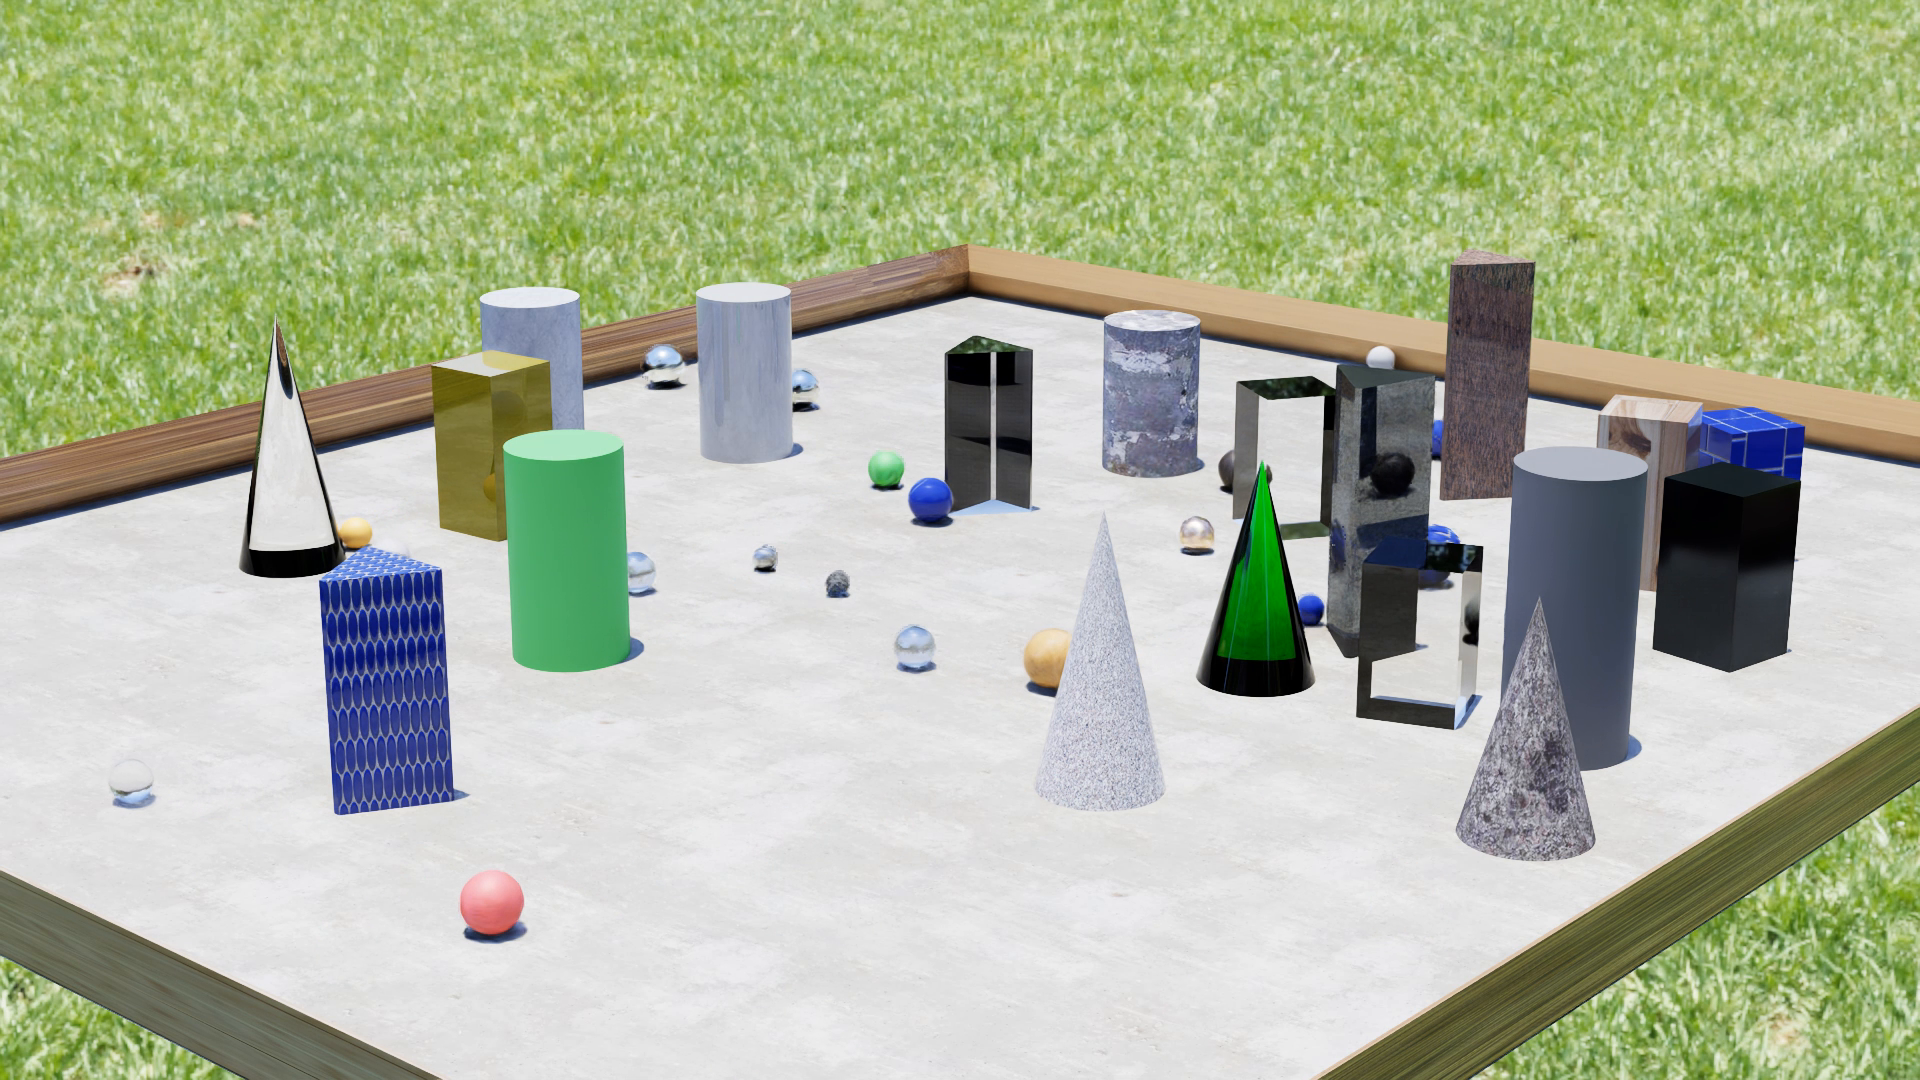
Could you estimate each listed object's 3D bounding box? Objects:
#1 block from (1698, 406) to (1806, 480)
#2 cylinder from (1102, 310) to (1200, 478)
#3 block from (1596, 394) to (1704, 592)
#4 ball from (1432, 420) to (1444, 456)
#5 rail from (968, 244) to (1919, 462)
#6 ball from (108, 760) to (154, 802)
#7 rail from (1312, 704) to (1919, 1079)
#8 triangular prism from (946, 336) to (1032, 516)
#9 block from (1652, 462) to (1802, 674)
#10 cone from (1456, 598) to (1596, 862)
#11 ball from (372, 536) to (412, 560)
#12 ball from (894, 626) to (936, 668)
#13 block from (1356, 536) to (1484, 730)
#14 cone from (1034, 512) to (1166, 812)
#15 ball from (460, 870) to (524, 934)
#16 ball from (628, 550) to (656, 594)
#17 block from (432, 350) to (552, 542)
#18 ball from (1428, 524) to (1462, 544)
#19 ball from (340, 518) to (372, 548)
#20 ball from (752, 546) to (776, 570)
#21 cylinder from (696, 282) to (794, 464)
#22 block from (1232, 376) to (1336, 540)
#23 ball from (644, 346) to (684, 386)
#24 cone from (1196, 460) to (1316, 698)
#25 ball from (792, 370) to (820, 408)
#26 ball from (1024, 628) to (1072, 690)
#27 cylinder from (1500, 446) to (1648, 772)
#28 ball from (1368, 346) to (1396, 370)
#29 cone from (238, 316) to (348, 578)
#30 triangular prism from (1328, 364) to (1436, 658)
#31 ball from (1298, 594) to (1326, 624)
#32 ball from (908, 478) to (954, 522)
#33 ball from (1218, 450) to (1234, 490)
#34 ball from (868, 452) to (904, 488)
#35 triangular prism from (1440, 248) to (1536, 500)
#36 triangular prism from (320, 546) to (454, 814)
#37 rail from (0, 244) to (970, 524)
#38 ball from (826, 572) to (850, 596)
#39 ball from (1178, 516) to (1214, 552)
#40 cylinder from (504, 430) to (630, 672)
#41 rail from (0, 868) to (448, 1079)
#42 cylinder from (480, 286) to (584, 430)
[{"bbox_3d":[1.409,-0.093,5.313,0.154,0.255,0.154,-6,18,-20],"label":"block"},{"bbox_3d":[0.384,-0.295,5.901,0.193,0.301,0.193,0,17,0],"label":"cylinder"},{"bbox_3d":[1.211,-0.082,5.181,0.154,0.310,0.154,7,18,22],"label":"block"},{"bbox_3d":[0.977,-0.209,6.004,0.076,0.076,0.076,0,17,0],"label":"ball"},{"bbox_3d":[1.248,-0.384,6.496,3.294,0.125,0.045,14,22,39],"label":"rail"},{"bbox_3d":[-1.185,0.345,4.194,0.062,0.062,0.062,0,17,0],"label":"ball"},{"bbox_3d":[1.226,0.339,4.102,0.045,0.125,3.853,14,22,39],"label":"rail"},{"bbox_3d":[0.042,-0.223,5.635,0.167,0.317,0.144,-3,17,-10],"label":"triangular prism"},{"bbox_3d":[1.252,0.042,4.793,0.154,0.295,0.154,-13,21,-38],"label":"block"},{"bbox_3d":[0.788,0.243,4.035,0.193,0.350,0.193,0,17,0],"label":"cone"},{"bbox_3d":[-1.012,0.032,5.205,0.076,0.076,0.076,0,17,0],"label":"ball"},{"bbox_3d":[-0.073,0.174,4.753,0.067,0.067,0.067,0,17,0],"label":"ball"},{"bbox_3d":[0.712,0.142,4.540,0.154,0.251,0.154,6,18,21],"label":"block"},{"bbox_3d":[0.203,0.157,4.197,0.193,0.420,0.193,0,17,0],"label":"cone"},{"bbox_3d":[-0.601,0.465,3.763,0.082,0.082,0.082,0,17,0],"label":"ball"},{"bbox_3d":[-0.569,0.056,5.130,0.074,0.074,0.074,0,17,0],"label":"ball"},{"bbox_3d":[-0.871,-0.178,5.488,0.154,0.315,0.154,12,21,35],"label":"block"},{"bbox_3d":[0.849,0.018,5.225,0.091,0.091,0.091,0,17,0],"label":"ball"},{"bbox_3d":[-1.109,-0.013,5.385,0.059,0.059,0.059,0,17,0],"label":"ball"},{"bbox_3d":[-0.351,0.033,5.259,0.043,0.043,0.043,0,17,0],"label":"ball"},{"bbox_3d":[-0.440,-0.343,5.999,0.193,0.335,0.193,0,17,0],"label":"cylinder"},{"bbox_3d":[0.613,-0.153,5.482,0.154,0.271,0.154,-5,17,-16],"label":"block"},{"bbox_3d":[-0.664,-0.390,6.576,0.092,0.092,0.092,0,17,0],"label":"ball"},{"bbox_3d":[0.475,0.045,4.661,0.193,0.366,0.193,0,17,0],"label":"cone"},{"bbox_3d":[-0.347,-0.329,6.390,0.083,0.083,0.083,0,17,0],"label":"ball"},{"bbox_3d":[0.149,0.189,4.653,0.096,0.096,0.096,0,17,0],"label":"ball"},{"bbox_3d":[0.906,0.100,4.343,0.193,0.444,0.193,0,17,0],"label":"cylinder"},{"bbox_3d":[0.962,-0.409,6.688,0.065,0.065,0.065,0,17,0],"label":"ball"},{"bbox_3d":[-1.208,-0.182,5.242,0.193,0.465,0.193,0,17,0],"label":"cone"},{"bbox_3d":[0.663,-0.055,4.838,0.167,0.455,0.144,-11,20,-32],"label":"triangular prism"},{"bbox_3d":[0.593,0.118,4.964,0.051,0.051,0.051,0,17,0],"label":"ball"},{"bbox_3d":[-0.056,-0.076,5.545,0.086,0.086,0.086,0,17,0],"label":"ball"},{"bbox_3d":[0.548,-0.139,5.760,0.083,0.083,0.083,0,17,0],"label":"ball"},{"bbox_3d":[-0.146,-0.140,5.782,0.072,0.072,0.072,0,17,0],"label":"ball"},{"bbox_3d":[1.004,-0.324,5.712,0.167,0.466,0.144,-3,17,-9],"label":"triangular prism"},{"bbox_3d":[-0.829,0.195,4.195,0.167,0.348,0.144,-6,18,-18],"label":"triangular prism"},{"bbox_3d":[-1.226,-0.276,6.139,0.045,0.125,3.853,14,22,39],"label":"rail"},{"bbox_3d":[-0.214,0.077,5.117,0.042,0.042,0.042,0,17,0],"label":"ball"},{"bbox_3d":[0.433,-0.010,5.364,0.066,0.066,0.066,0,17,0],"label":"ball"},{"bbox_3d":[-0.639,0.016,4.775,0.193,0.355,0.193,0,17,0],"label":"cylinder"},{"bbox_3d":[-1.248,0.447,3.745,3.294,0.125,0.045,14,22,39],"label":"rail"},{"bbox_3d":[-0.837,-0.292,5.757,0.193,0.377,0.193,0,17,0],"label":"cylinder"}]
